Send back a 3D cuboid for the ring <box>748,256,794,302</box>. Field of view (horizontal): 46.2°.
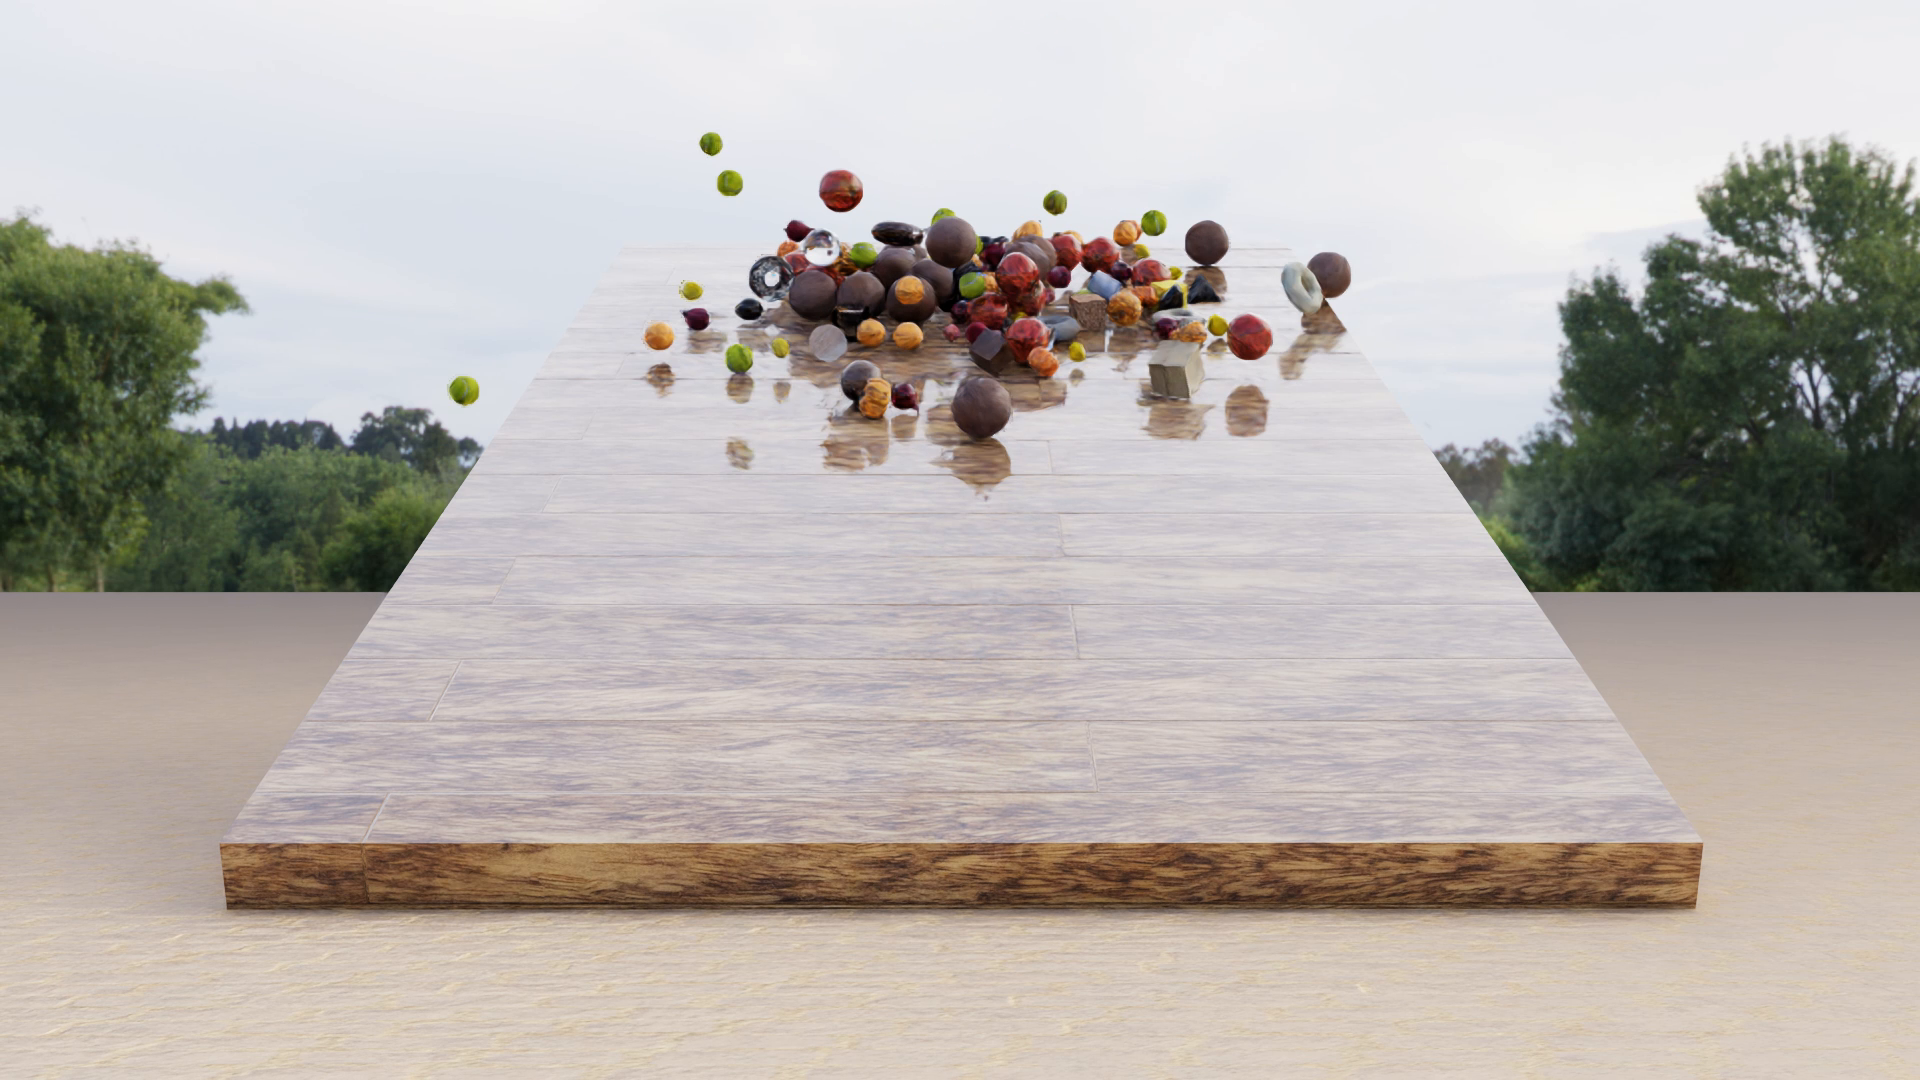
[{"bbox_3d":[-0.503,-0.697,6.008,0.125,0.125,0.042,0,18,-17],"label":"ring"}]

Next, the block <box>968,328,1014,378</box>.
[{"bbox_3d":[0.074,-0.441,5.305,0.069,0.069,0.069,35,-15,31],"label":"block"}]

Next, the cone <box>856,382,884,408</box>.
[{"bbox_3d":[-0.193,-0.311,5.070,0.066,0.066,0.066,0,-31,16],"label":"cone"}]

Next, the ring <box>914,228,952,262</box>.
[{"bbox_3d":[-0.076,-0.852,6.509,0.112,0.112,0.037,0,31,9],"label":"ring"}]

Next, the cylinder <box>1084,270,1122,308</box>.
[{"bbox_3d":[0.382,-0.670,6.003,0.073,0.073,0.073,31,4,8],"label":"cylinder"}]

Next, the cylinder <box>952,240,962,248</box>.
[{"bbox_3d":[-0.026,-0.840,6.558,0.055,0.055,0.055,-18,-6,15],"label":"cylinder"}]

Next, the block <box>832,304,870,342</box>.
[{"bbox_3d":[-0.274,-0.547,5.680,0.077,0.077,0.077,4,20,12],"label":"block"}]

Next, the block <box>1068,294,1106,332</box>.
[{"bbox_3d":[0.327,-0.585,5.793,0.076,0.076,0.076,-5,20,-15],"label":"block"}]

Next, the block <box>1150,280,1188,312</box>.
[{"bbox_3d":[0.552,-0.643,5.970,0.071,0.071,0.071,-9,21,-25],"label":"block"}]

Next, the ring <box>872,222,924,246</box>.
[{"bbox_3d":[-0.165,-0.810,5.963,0.141,0.047,0.141,7,-3,0],"label":"ring"}]

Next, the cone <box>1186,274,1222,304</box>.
[{"bbox_3d":[0.608,-0.598,5.512,0.078,0.078,0.078,24,-7,-13],"label":"cone"}]

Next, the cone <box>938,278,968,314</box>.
[{"bbox_3d":[0.006,-0.640,5.974,0.093,0.093,0.093,-1,-5,41],"label":"cone"}]

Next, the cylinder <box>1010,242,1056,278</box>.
[{"bbox_3d":[0.207,-0.794,6.372,0.091,0.091,0.091,1,13,-45],"label":"cylinder"}]

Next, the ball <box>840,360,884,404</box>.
[{"bbox_3d":[-0.222,-0.358,5.102,0.097,0.097,0.097,0,-1,0],"label":"ball"}]

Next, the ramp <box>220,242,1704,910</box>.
[{"bbox_3d":[-0.004,-0.198,4.942,2.000,0.100,4.000,0,19,0],"label":"ramp"}]

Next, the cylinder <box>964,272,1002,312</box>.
[{"bbox_3d":[0.062,-0.652,5.907,0.080,0.080,0.080,20,11,-4],"label":"cylinder"}]

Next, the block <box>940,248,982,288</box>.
[{"bbox_3d":[0.003,-0.721,5.988,0.068,0.068,0.068,34,13,-35],"label":"block"}]

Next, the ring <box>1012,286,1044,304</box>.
[{"bbox_3d":[0.184,-0.662,6.084,0.090,0.030,0.090,0,21,0],"label":"ring"}]

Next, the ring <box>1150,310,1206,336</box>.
[{"bbox_3d":[0.557,-0.557,5.757,0.143,0.048,0.143,0,18,0],"label":"ring"}]

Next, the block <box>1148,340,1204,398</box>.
[{"bbox_3d":[0.496,-0.392,5.163,0.090,0.090,0.090,9,46,28],"label":"block"}]

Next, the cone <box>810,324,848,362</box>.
[{"bbox_3d":[-0.333,-0.472,5.514,0.094,0.094,0.094,0,-9,-16],"label":"cone"}]

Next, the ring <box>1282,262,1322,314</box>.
[{"bbox_3d":[0.886,-0.653,5.837,0.049,0.146,0.146,-27,-17,35],"label":"ring"}]

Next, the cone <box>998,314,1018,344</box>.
[{"bbox_3d":[0.121,-0.537,5.662,0.070,0.070,0.070,0,19,0],"label":"cone"}]

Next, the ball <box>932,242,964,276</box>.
[{"bbox_3d":[-0.031,-0.793,6.363,0.094,0.094,0.094,0,-1,0],"label":"ball"}]

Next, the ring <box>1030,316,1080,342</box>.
[{"bbox_3d":[0.227,-0.531,5.674,0.146,0.049,0.146,-4,18,1],"label":"ring"}]

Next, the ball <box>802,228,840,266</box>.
[{"bbox_3d":[-0.356,-0.754,5.803,0.097,0.097,0.097,0,-1,0],"label":"ball"}]
